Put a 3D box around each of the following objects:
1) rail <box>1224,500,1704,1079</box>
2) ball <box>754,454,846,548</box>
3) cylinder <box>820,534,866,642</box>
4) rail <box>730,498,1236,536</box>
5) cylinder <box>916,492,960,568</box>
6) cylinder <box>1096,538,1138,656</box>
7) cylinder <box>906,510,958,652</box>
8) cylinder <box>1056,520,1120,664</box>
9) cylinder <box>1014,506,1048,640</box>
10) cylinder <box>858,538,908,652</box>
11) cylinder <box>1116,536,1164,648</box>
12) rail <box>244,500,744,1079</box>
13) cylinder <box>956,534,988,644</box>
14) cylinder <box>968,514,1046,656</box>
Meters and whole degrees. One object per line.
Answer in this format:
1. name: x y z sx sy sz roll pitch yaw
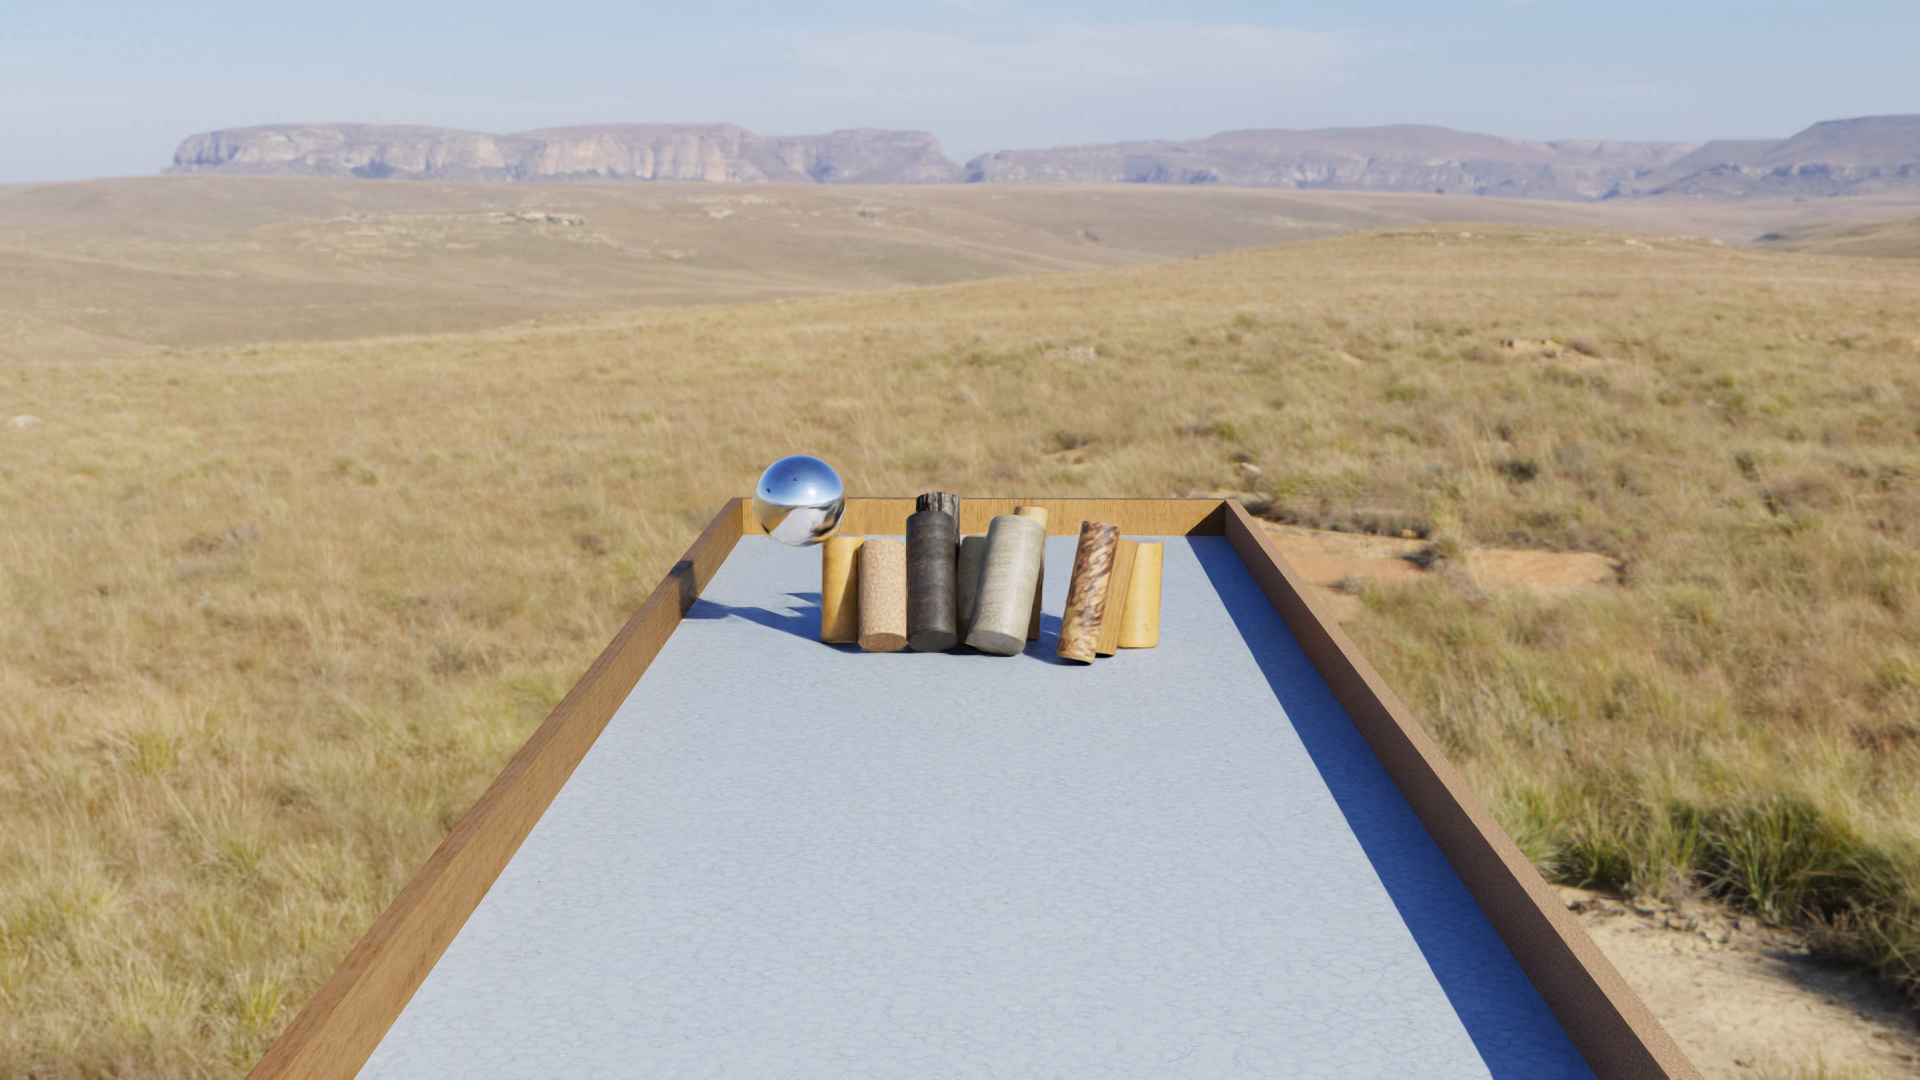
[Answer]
1. rail: 1.046 0.843 3.208 0.050 0.150 12.000 0 9 1
2. ball: -0.495 -0.121 6.829 0.289 0.289 0.289 0 9 0
3. cylinder: -0.370 0.151 6.953 0.134 0.336 0.134 1 4 0
4. rail: 0.099 -0.098 9.147 2.100 0.150 0.050 0 9 1
5. cylinder: -0.071 0.080 7.045 0.139 0.443 0.139 0 -18 0
6. cylinder: 0.451 0.167 6.756 0.126 0.355 0.126 12 0 0
7. cylinder: -0.088 0.128 6.837 0.154 0.419 0.154 -1 -29 -1
8. cylinder: 0.387 0.156 6.643 0.118 0.415 0.118 11 -3 1
9. cylinder: 0.212 0.107 6.971 0.107 0.414 0.107 4 -8 1
10. cylinder: -0.239 0.170 6.814 0.150 0.319 0.150 -1 -26 0
11. cylinder: 0.543 0.162 6.912 0.177 0.327 0.177 2 7 0
12. rail: -1.004 0.839 3.234 0.050 0.150 12.000 0 9 1
13. cylinder: 0.058 0.155 6.942 0.156 0.319 0.156 7 -32 4
14. cylinder: 0.144 0.139 6.774 0.179 0.396 0.179 9 -25 4
